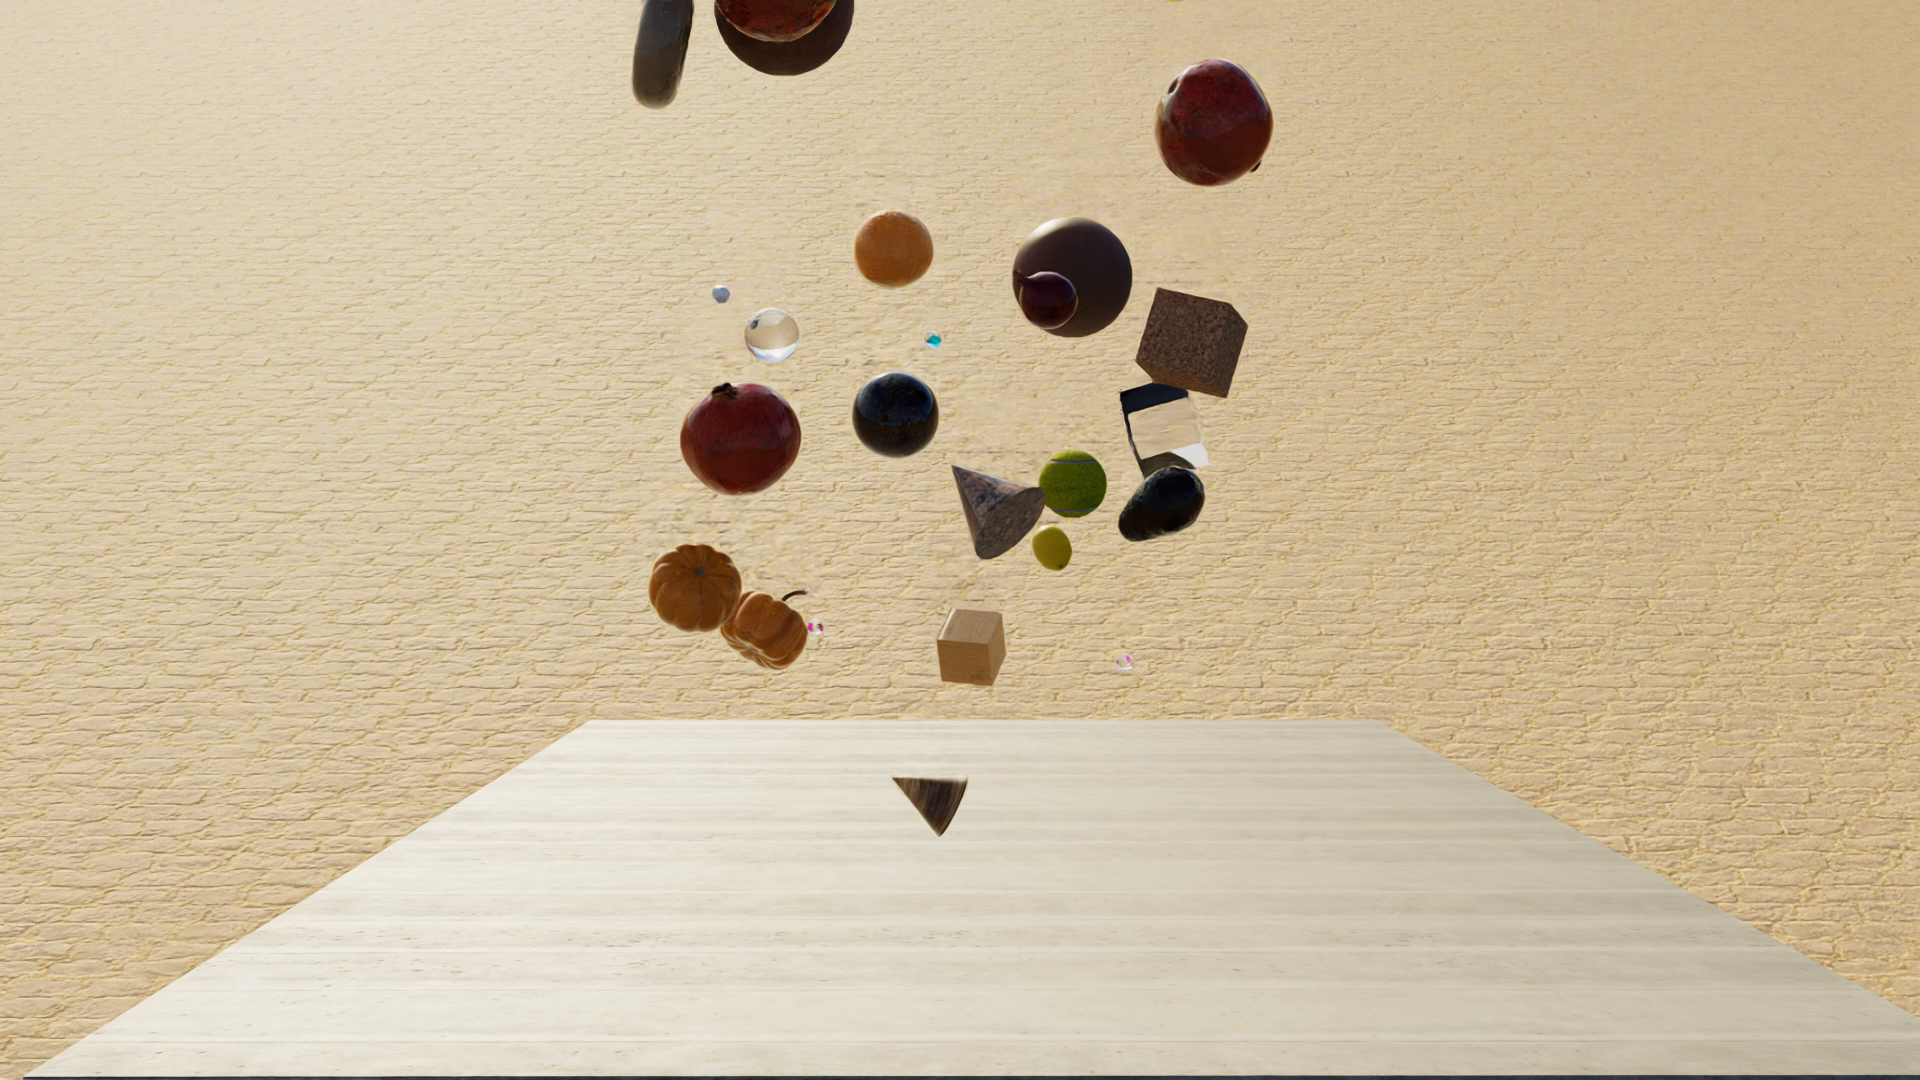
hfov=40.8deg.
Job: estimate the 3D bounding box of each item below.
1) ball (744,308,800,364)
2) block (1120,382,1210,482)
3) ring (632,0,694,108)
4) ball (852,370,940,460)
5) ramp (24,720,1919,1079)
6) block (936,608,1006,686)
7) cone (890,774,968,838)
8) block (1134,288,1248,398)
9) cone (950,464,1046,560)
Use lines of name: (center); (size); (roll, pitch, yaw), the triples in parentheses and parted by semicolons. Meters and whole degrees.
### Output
ball: (-0.185, -0.201, 2.540); (0.055, 0.055, 0.055); (0, 27, 0)
block: (0.216, -0.118, 2.722); (0.071, 0.071, 0.071); (-16, 50, 10)
ring: (-0.262, -0.442, 2.279); (0.041, 0.123, 0.123); (11, 26, -5)
ball: (-0.070, -0.136, 2.799); (0.096, 0.096, 0.096); (0, 27, 0)
ramp: (0.061, 0.547, 4.583); (2.000, 0.100, 4.000); (0, 1, 0)
block: (0.014, 0.126, 3.029); (0.062, 0.062, 0.062); (5, 36, 16)
cone: (-0.039, 0.254, 2.612); (0.070, 0.070, 0.070); (26, 26, -7)
block: (0.226, -0.192, 2.517); (0.076, 0.076, 0.076); (15, -7, 22)
cone: (0.020, -0.046, 2.537); (0.092, 0.092, 0.092); (-24, 58, -38)
